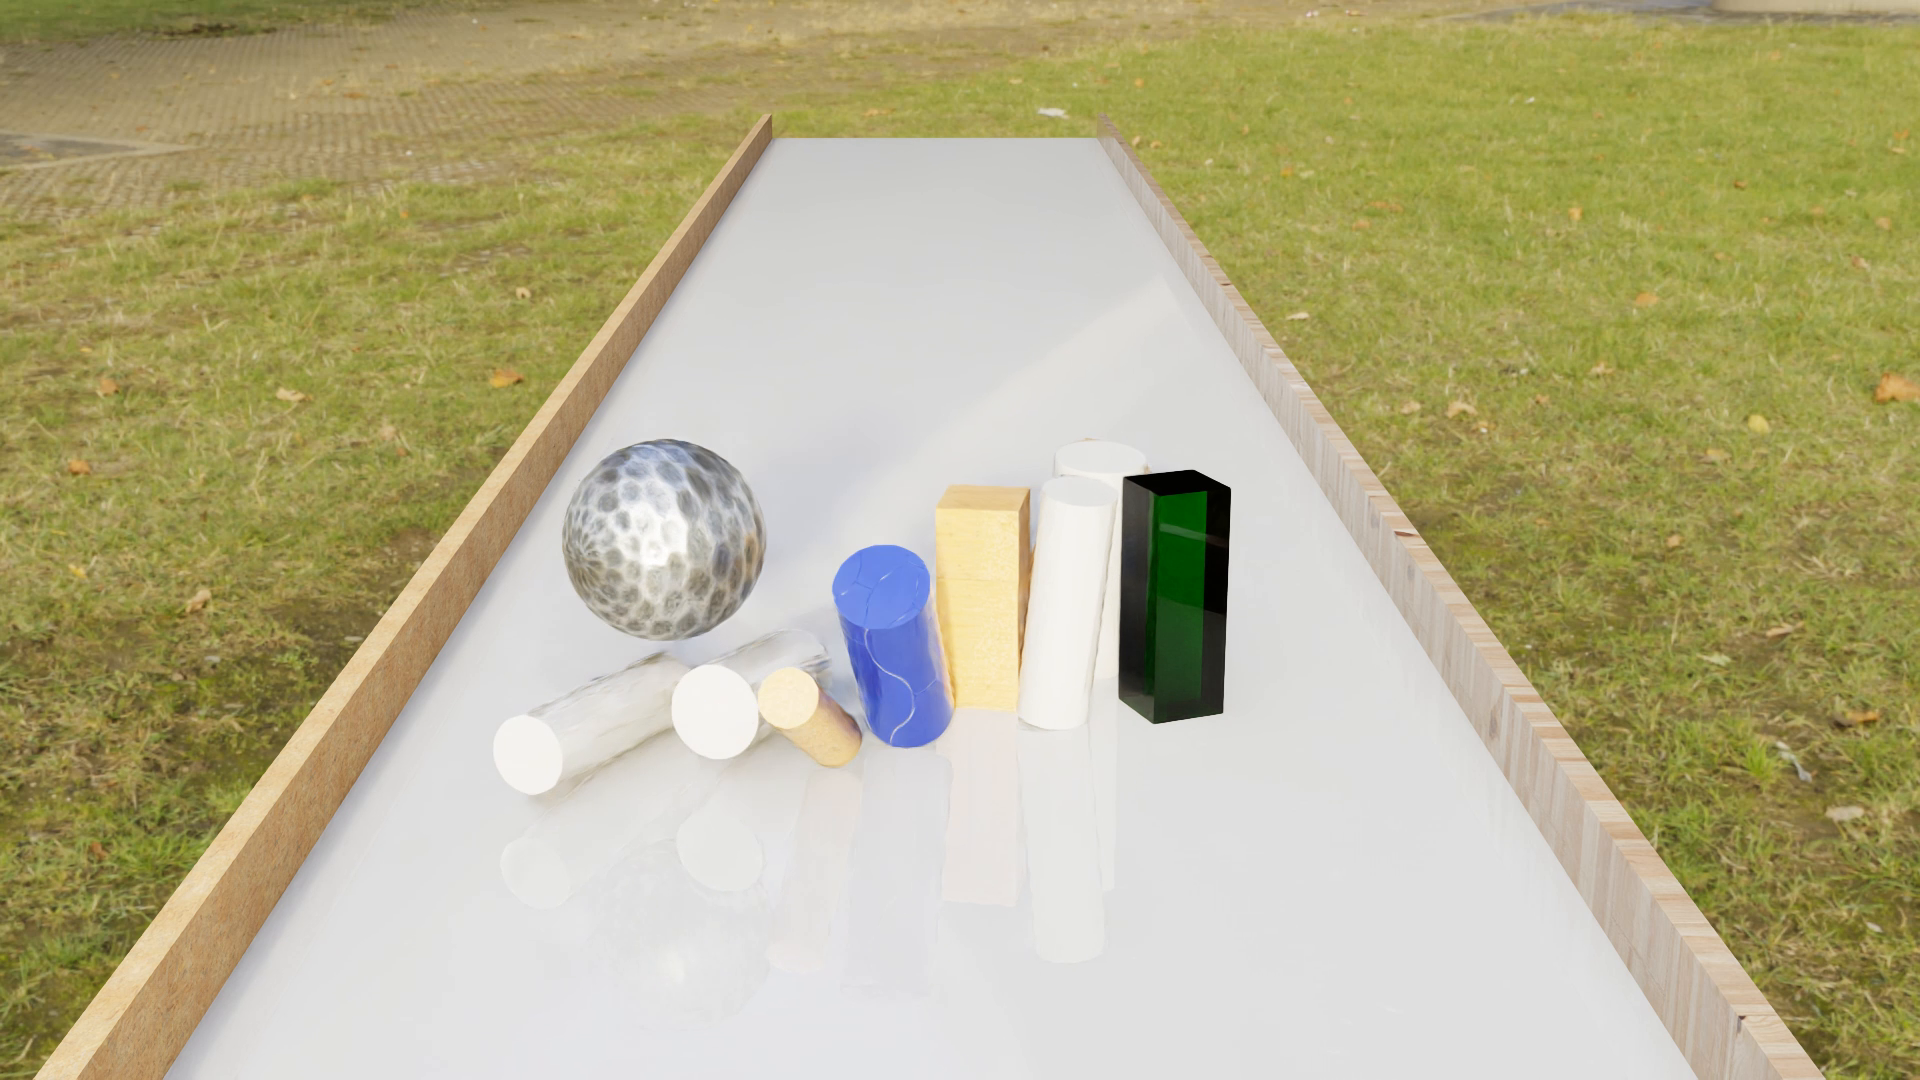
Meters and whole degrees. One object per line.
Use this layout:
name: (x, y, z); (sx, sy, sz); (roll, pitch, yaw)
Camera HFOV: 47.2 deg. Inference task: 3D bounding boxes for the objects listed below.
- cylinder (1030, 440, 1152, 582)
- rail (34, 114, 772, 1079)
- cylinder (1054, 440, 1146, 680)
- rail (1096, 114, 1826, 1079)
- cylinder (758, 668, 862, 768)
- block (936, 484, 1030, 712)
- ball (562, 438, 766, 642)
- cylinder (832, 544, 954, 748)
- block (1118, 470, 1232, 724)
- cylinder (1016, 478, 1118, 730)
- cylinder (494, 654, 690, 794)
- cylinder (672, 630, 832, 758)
cylinder: (0.253, -0.019, 4.609); (0.138, 0.366, 0.138); (25, 19, -9)
rail: (-1.118, -0.838, 7.780); (0.050, 0.150, 12.000); (0, 17, -1)
cylinder: (0.262, 0.040, 4.302); (0.174, 0.433, 0.174); (2, 23, -1)
rail: (0.932, -0.844, 7.801); (0.050, 0.150, 12.000); (0, 17, -1)
cylinder: (-0.250, 0.304, 3.721); (0.100, 0.100, 0.356); (3, -16, 10)
block: (0.044, 0.109, 4.159); (0.154, 0.396, 0.154); (3, 19, 9)
ball: (-0.521, 0.001, 3.881); (0.358, 0.358, 0.358); (0, 17, 0)
cylinder: (-0.111, 0.191, 3.825); (0.165, 0.432, 0.165); (-3, 58, 4)
block: (0.399, 0.104, 4.106); (0.147, 0.439, 0.147); (-7, 18, -21)
cylinder: (0.194, 0.118, 4.019); (0.137, 0.447, 0.137); (5, 23, -2)
cylinder: (-0.631, 0.316, 3.856); (0.135, 0.135, 0.456); (7, 13, 21)
cylinder: (-0.368, 0.271, 3.942); (0.164, 0.164, 0.354); (5, 9, 17)
